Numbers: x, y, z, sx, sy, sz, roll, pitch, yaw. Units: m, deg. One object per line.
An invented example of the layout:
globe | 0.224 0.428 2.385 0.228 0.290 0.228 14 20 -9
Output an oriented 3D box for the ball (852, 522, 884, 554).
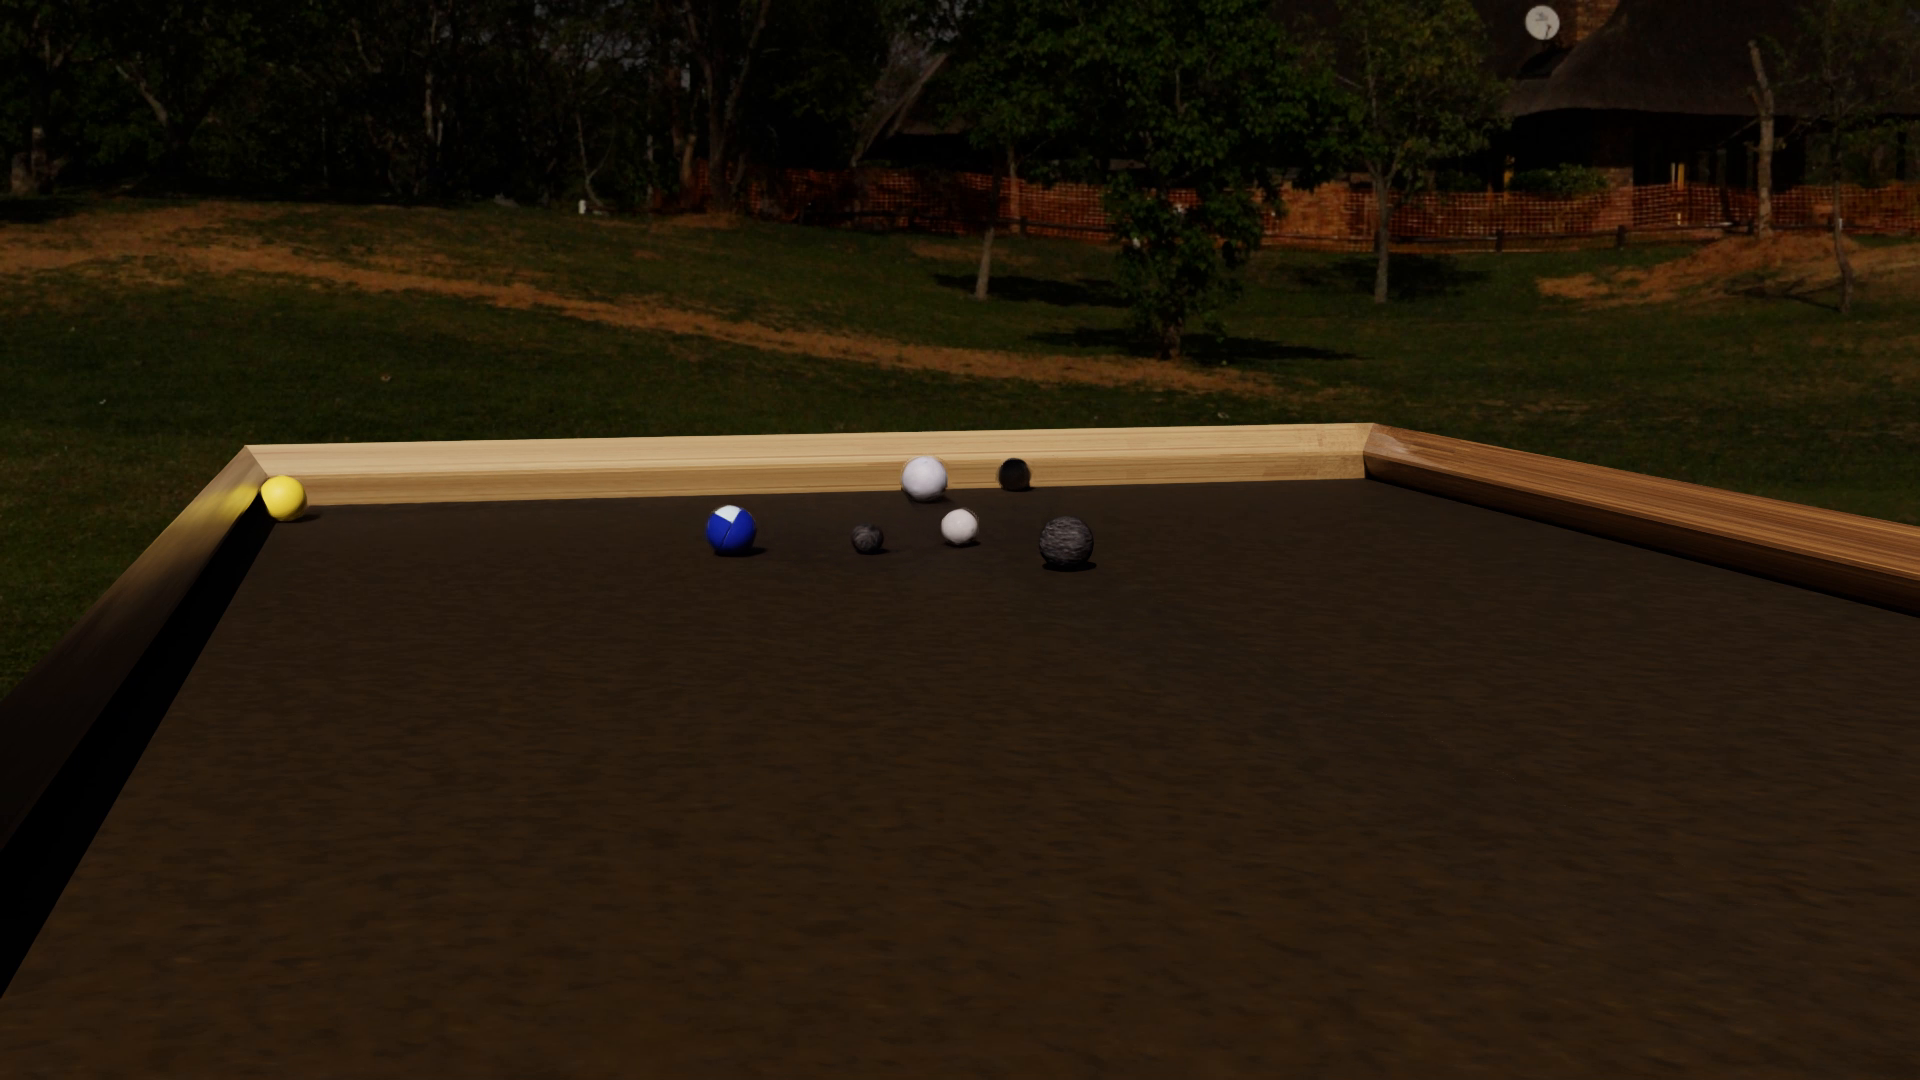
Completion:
ball | -0.157 -0.003 3.748 0.055 0.055 0.055 0 8 0

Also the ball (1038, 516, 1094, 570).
ball | 0.172 0.005 3.557 0.089 0.089 0.089 0 8 0

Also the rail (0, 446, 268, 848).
rail | -0.910 0.154 2.314 0.045 0.123 4.359 -2 8 -13

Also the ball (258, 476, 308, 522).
ball | -1.285 -0.078 4.173 0.089 0.089 0.089 0 8 0

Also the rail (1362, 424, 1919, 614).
rail | 1.410 0.081 2.856 0.045 0.123 4.359 -2 8 -13

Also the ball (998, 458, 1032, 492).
ball | 0.117 -0.140 4.701 0.072 0.072 0.072 0 8 0

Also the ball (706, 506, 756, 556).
ball | -0.387 -0.016 3.725 0.085 0.085 0.085 0 8 0

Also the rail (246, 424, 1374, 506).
rail | -0.244 -0.162 4.665 2.431 0.123 0.045 -2 8 -13

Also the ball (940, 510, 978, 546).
ball | -0.001 -0.021 3.841 0.065 0.065 0.065 0 8 0

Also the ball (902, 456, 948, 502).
ball | -0.071 -0.124 4.494 0.095 0.095 0.095 0 8 0
